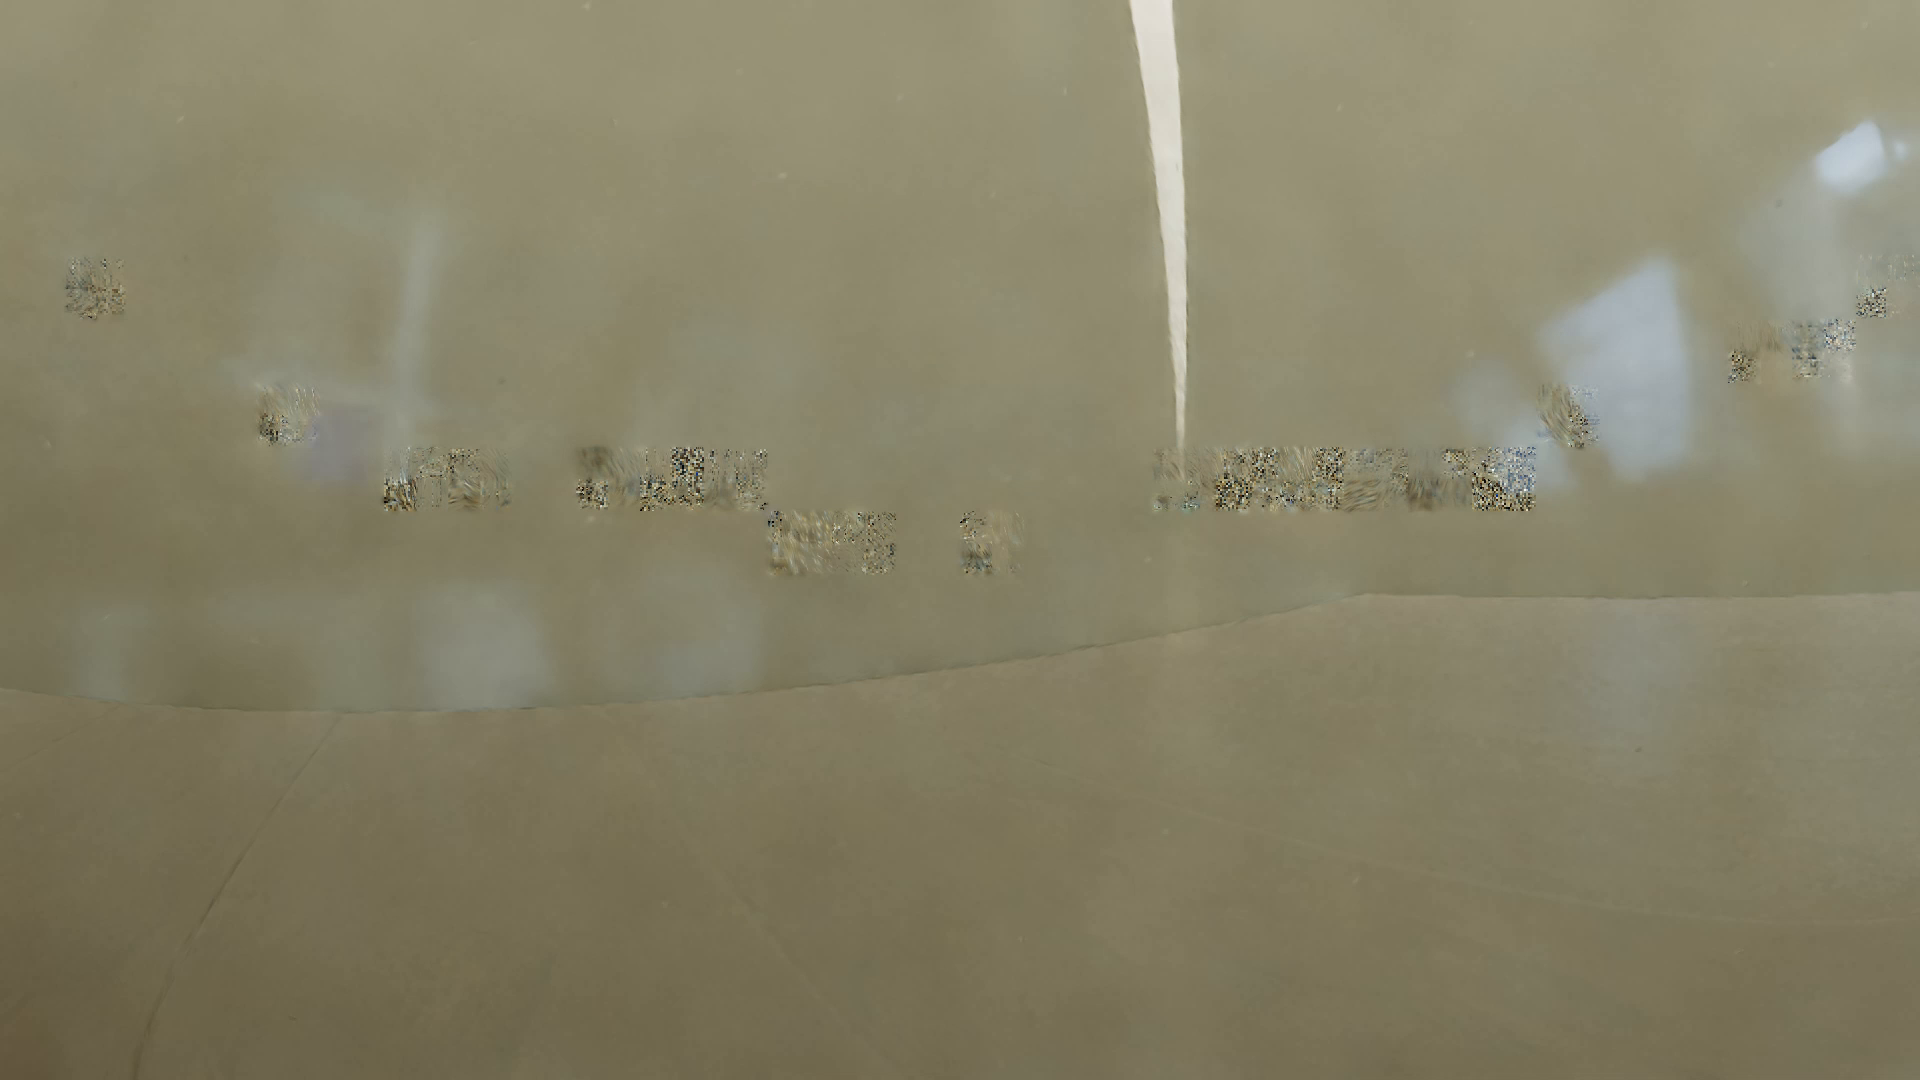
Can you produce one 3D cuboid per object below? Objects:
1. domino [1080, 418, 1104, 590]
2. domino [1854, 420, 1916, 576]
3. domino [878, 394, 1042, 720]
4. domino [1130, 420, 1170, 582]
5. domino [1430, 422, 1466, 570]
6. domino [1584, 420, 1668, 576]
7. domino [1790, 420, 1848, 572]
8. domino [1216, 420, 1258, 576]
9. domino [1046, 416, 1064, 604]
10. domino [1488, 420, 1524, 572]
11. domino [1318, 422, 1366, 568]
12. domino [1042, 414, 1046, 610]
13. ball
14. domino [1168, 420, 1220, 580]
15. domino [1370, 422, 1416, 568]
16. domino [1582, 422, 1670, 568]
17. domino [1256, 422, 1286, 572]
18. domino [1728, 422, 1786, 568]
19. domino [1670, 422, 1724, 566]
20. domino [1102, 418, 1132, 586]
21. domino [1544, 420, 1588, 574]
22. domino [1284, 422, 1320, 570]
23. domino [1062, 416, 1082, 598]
[{"bbox_3d":[0.029,-0.011,0.380,0.025,0.050,0.010,2,5,29],"label":"domino"},{"bbox_3d":[0.304,-0.014,0.421,0.025,0.050,0.010,-4,6,-43],"label":"domino"},{"bbox_3d":[0.000,0.002,0.201,0.025,0.050,0.009,0,4,0],"label":"domino"},{"bbox_3d":[0.055,-0.013,0.405,0.009,0.050,0.025,-2,5,-27],"label":"domino"},{"bbox_3d":[0.169,-0.016,0.445,0.009,0.050,0.025,1,5,19],"label":"domino"},{"bbox_3d":[0.221,-0.014,0.426,0.009,0.050,0.025,-1,4,-11],"label":"domino"},{"bbox_3d":[0.291,-0.015,0.435,0.025,0.050,0.009,-4,6,-44],"label":"domino"},{"bbox_3d":[0.085,-0.014,0.426,0.025,0.050,0.010,4,6,43],"label":"domino"},{"bbox_3d":[0.014,-0.008,0.346,0.025,0.050,0.009,1,5,19],"label":"domino"},{"bbox_3d":[0.186,-0.015,0.438,0.009,0.050,0.025,2,5,24],"label":"domino"},{"bbox_3d":[0.133,-0.016,0.449,0.010,0.050,0.025,0,4,-1],"label":"domino"},{"bbox_3d":[0.009,-0.007,0.329,0.025,0.050,0.009,1,4,16],"label":"domino"},{"bbox_3d":[0.000,-0.002,0.056,0.080,0.080,0.080,0,4,0],"label":"ball"},{"bbox_3d":[0.071,-0.013,0.414,0.009,0.050,0.025,-3,5,-32],"label":"domino"},{"bbox_3d":[0.151,-0.016,0.448,0.009,0.050,0.025,0,4,6],"label":"domino"},{"bbox_3d":[0.229,-0.016,0.443,0.025,0.050,0.009,1,4,9],"label":"domino"},{"bbox_3d":[0.098,-0.015,0.439,0.010,0.050,0.025,-4,6,-39],"label":"domino"},{"bbox_3d":[0.278,-0.016,0.448,0.010,0.050,0.025,4,6,45],"label":"domino"},{"bbox_3d":[0.265,-0.017,0.460,0.010,0.050,0.025,4,6,42],"label":"domino"},{"bbox_3d":[0.040,-0.012,0.395,0.025,0.050,0.010,4,6,45],"label":"domino"},{"bbox_3d":[0.203,-0.015,0.430,0.010,0.050,0.025,2,5,20],"label":"domino"},{"bbox_3d":[0.114,-0.016,0.447,0.010,0.050,0.025,-1,4,-14],"label":"domino"},{"bbox_3d":[0.021,-0.010,0.363,0.025,0.050,0.009,2,5,22],"label":"domino"}]
